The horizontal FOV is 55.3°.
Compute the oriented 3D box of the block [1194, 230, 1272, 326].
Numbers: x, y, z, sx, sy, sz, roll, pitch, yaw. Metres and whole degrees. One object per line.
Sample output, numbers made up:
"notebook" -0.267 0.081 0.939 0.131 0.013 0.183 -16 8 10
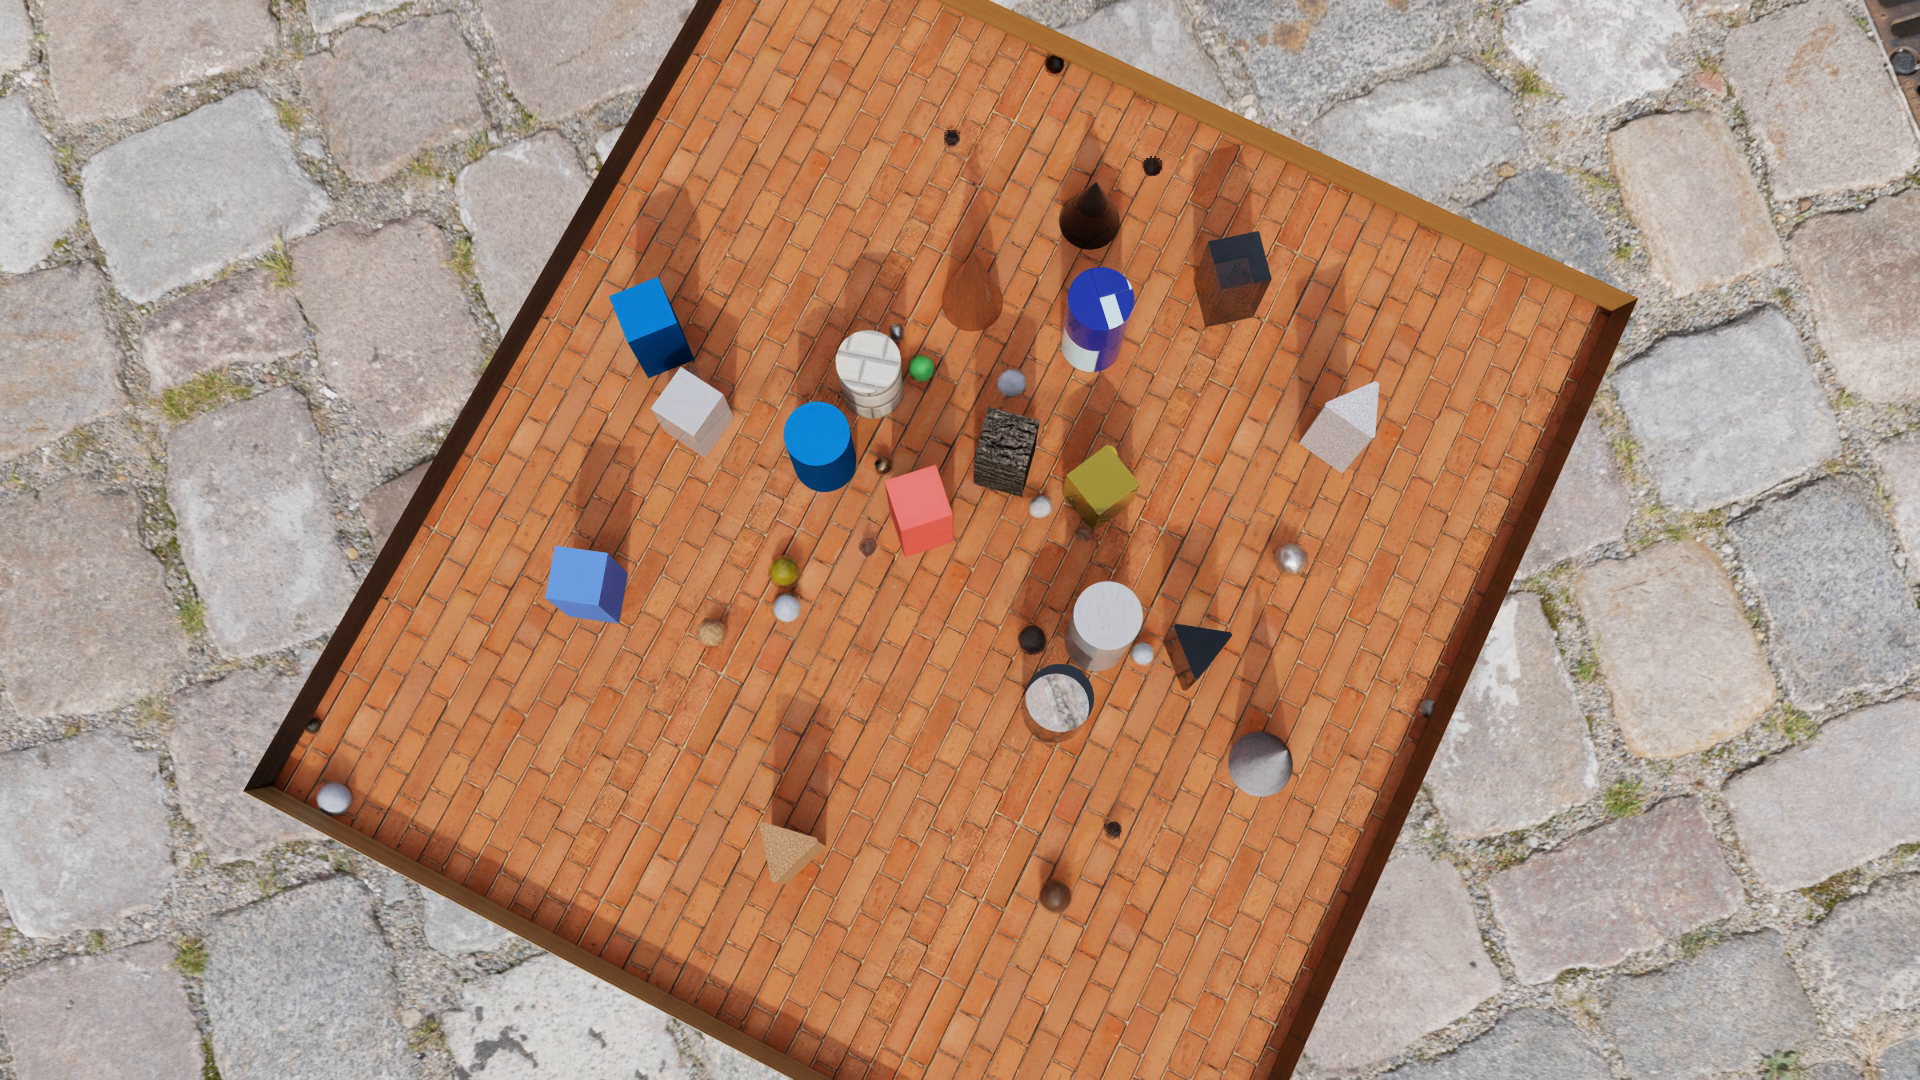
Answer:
"block" 0.830 -0.794 5.602 0.155 0.349 0.155 -12 79 -2

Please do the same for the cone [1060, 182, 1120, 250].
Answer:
"cone" 0.411 -1.046 5.673 0.194 0.314 0.194 0 78 0

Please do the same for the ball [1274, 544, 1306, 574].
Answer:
"ball" 1.000 0.057 5.557 0.094 0.094 0.094 0 78 0

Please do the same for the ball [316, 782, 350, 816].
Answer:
"ball" -1.849 0.763 5.409 0.097 0.097 0.097 0 78 0

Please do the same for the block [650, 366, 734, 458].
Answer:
"block" -0.809 -0.384 5.563 0.155 0.261 0.155 33 80 6

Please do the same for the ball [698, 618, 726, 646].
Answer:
"ball" -0.745 0.279 5.516 0.084 0.084 0.084 0 78 0

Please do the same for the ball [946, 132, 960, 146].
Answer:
"ball" -0.024 -1.282 5.858 0.046 0.046 0.046 0 78 0

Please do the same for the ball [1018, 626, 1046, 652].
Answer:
"ball" 0.216 0.298 5.512 0.084 0.084 0.084 0 78 0

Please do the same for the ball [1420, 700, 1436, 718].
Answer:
"ball" 1.401 0.507 5.485 0.052 0.052 0.052 0 78 0

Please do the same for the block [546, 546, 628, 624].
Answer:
"block" -1.101 0.135 5.422 0.155 0.326 0.155 8 78 2

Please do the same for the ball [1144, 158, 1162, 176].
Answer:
"ball" 0.612 -1.185 5.833 0.057 0.057 0.057 0 78 0

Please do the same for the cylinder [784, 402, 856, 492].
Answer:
"cylinder" -0.417 -0.276 5.502 0.194 0.336 0.194 0 78 0

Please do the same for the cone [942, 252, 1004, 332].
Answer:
"cone" 0.039 -0.795 5.552 0.194 0.449 0.194 0 78 0

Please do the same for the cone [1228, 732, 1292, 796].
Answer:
"cone" 0.898 0.623 5.253 0.194 0.460 0.194 0 78 0

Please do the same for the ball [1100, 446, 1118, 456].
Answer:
"ball" 0.456 -0.264 5.642 0.057 0.057 0.057 0 78 0

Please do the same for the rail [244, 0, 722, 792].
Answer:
"rail" -1.349 -0.654 5.687 0.045 0.126 3.219 26 80 5

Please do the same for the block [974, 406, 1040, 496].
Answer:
"block" 0.137 -0.260 5.493 0.155 0.347 0.155 15 79 3

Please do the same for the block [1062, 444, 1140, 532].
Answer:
"block" 0.423 -0.153 5.525 0.155 0.242 0.155 -37 81 -7

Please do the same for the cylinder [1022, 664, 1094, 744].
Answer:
"cylinder" 0.283 0.480 5.346 0.194 0.335 0.194 0 78 0

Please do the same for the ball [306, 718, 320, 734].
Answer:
"ball" -1.935 0.556 5.479 0.045 0.045 0.045 0 78 0

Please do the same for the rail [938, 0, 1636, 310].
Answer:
"rail" 0.709 -1.382 5.837 3.063 0.126 0.045 26 80 5

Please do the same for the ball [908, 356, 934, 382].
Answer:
"ball" -0.121 -0.529 5.685 0.080 0.080 0.080 0 78 0

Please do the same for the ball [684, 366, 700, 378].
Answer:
"ball" -0.839 -0.511 5.690 0.062 0.062 0.062 0 78 0

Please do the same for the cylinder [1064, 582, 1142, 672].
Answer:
"cylinder" 0.413 0.256 5.333 0.194 0.452 0.194 0 78 0

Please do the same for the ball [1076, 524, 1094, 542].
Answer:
"ball" 0.381 -0.021 5.594 0.052 0.052 0.052 0 78 0

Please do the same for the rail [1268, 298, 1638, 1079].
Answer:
"rail" 1.349 0.667 5.413 0.045 0.126 3.219 26 80 5

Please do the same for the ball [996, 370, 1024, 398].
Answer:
"ball" 0.157 -0.485 5.673 0.085 0.085 0.085 0 78 0

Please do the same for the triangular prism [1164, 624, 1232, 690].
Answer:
"triangular prism" 0.673 0.318 5.402 0.145 0.291 0.168 38 81 7

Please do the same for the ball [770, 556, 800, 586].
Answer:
"ball" -0.531 0.095 5.552 0.088 0.088 0.088 0 78 0

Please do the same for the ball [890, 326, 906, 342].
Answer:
"ball" -0.197 -0.644 5.724 0.050 0.050 0.050 0 78 0

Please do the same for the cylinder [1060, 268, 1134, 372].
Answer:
"cylinder" 0.411 -0.661 5.540 0.194 0.418 0.194 0 78 0

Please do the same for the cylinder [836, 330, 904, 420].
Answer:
"cylinder" -0.272 -0.500 5.571 0.194 0.291 0.194 0 78 0

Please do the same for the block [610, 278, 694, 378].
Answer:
"block" -0.932 -0.641 5.563 0.155 0.363 0.155 -23 79 -5

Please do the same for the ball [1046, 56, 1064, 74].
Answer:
"ball" 0.307 -1.531 5.903 0.060 0.060 0.060 0 78 0

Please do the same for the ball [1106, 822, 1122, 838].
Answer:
"ball" 0.453 0.856 5.415 0.048 0.048 0.048 0 78 0

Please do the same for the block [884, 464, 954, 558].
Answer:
"block" -0.119 -0.082 5.436 0.155 0.386 0.155 -18 79 -4

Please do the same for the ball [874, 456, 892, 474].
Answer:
"ball" -0.236 -0.230 5.636 0.054 0.054 0.054 0 78 0

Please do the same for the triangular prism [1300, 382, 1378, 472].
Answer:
"triangular prism" 1.160 -0.356 5.475 0.168 0.422 0.145 36 81 7

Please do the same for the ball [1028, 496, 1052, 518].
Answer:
"ball" 0.244 -0.101 5.602 0.069 0.069 0.069 0 78 0

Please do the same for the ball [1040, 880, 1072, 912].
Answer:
"ball" 0.279 1.040 5.354 0.094 0.094 0.094 0 78 0

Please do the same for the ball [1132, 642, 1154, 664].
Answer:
"ball" 0.551 0.341 5.512 0.067 0.067 0.067 0 78 0

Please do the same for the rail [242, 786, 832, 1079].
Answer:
"rail" -0.709 1.396 5.263 3.063 0.126 0.045 26 80 5

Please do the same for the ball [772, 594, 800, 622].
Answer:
"ball" -0.523 0.206 5.531 0.083 0.083 0.083 0 78 0

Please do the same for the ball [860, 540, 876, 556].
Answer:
"ball" -0.281 0.023 5.585 0.052 0.052 0.052 0 78 0

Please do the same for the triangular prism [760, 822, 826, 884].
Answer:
"triangular prism" -0.508 0.874 5.268 0.168 0.328 0.145 -43 81 -8
